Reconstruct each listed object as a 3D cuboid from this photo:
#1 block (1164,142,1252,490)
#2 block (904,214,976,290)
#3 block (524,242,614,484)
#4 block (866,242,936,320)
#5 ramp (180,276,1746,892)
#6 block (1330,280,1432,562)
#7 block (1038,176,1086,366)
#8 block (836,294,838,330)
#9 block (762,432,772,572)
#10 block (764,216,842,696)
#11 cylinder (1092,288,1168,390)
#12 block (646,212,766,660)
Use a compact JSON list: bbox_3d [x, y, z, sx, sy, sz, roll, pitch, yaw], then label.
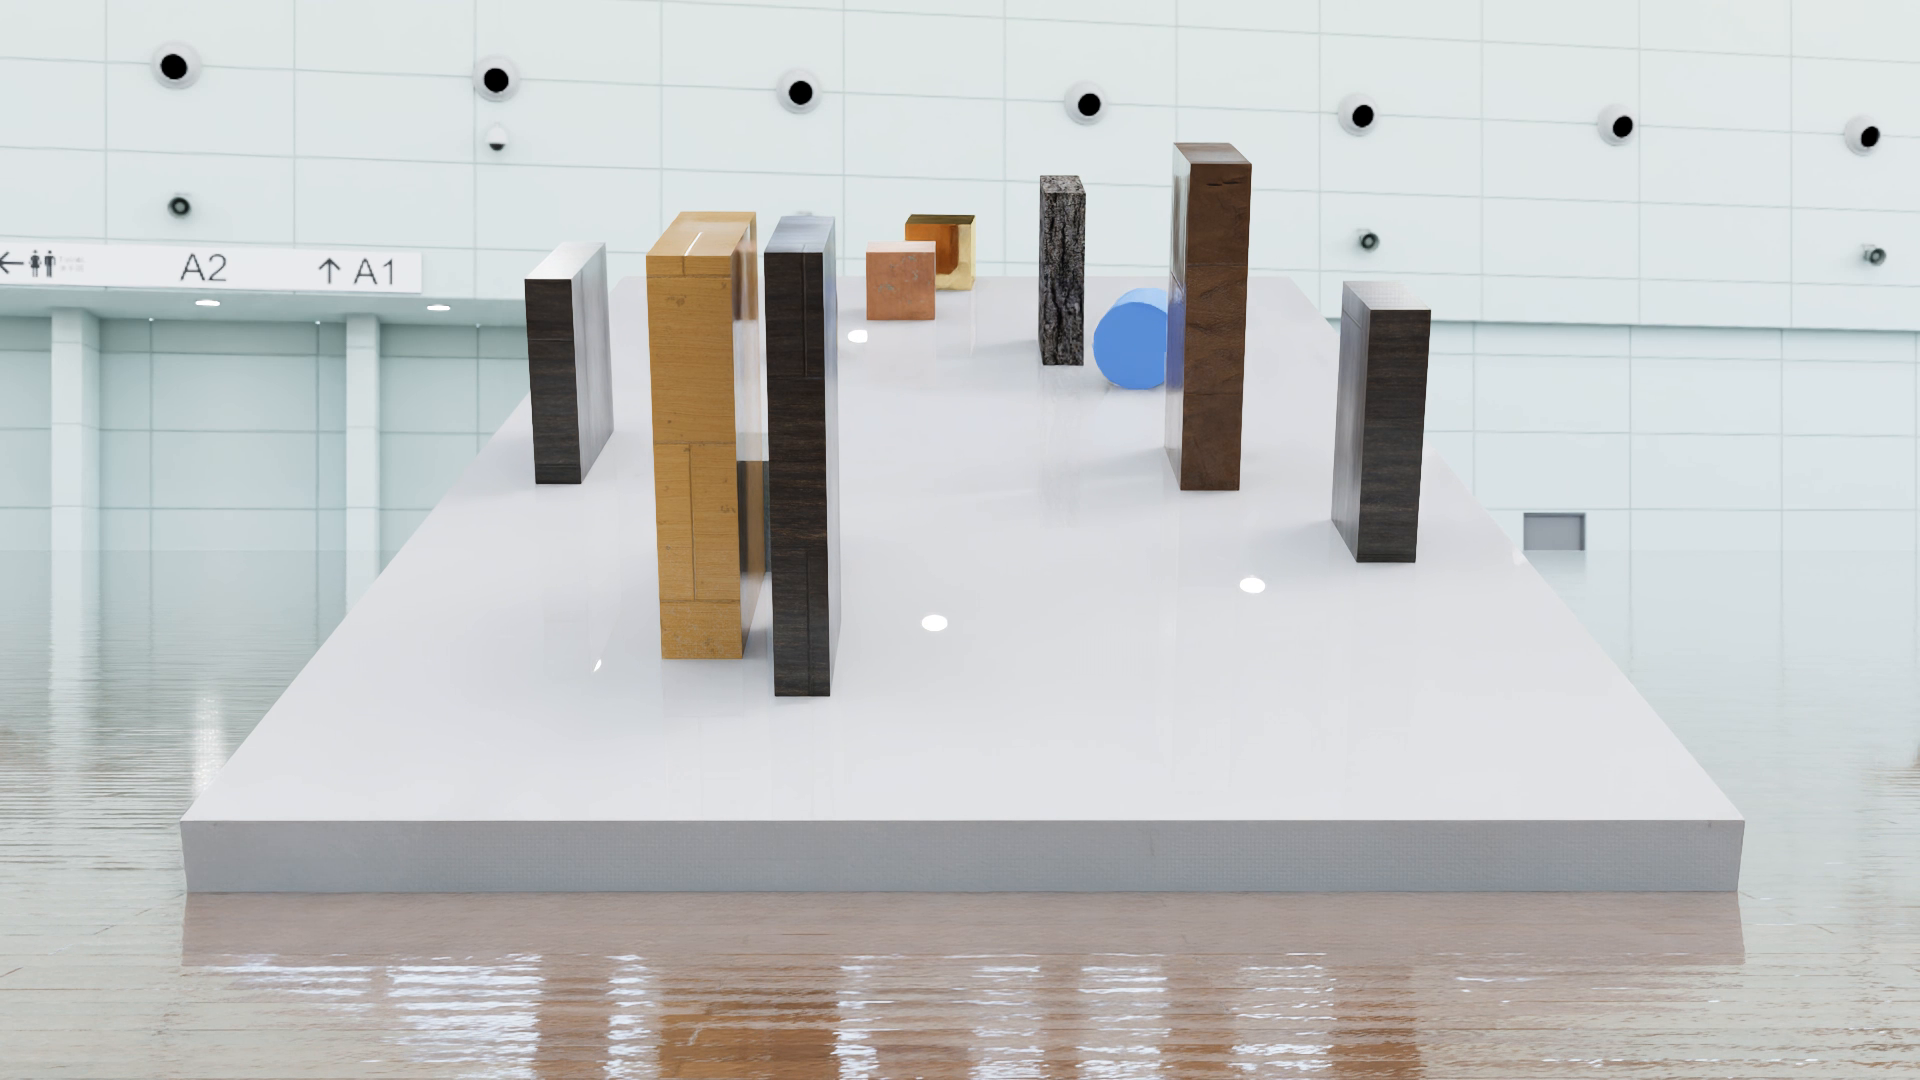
[{"bbox_3d":[0.490,-0.452,4.424,0.116,0.636,0.350,0,17,0],"label":"block"},{"bbox_3d":[-0.057,-0.844,6.500,0.192,0.192,0.192,1,17,4],"label":"block"},{"bbox_3d":[-0.795,-0.371,4.543,0.091,0.410,0.445,0,17,0],"label":"block"},{"bbox_3d":[-0.161,-0.711,6.066,0.185,0.185,0.185,0,17,0],"label":"block"},{"bbox_3d":[-0.003,-0.170,4.762,2.000,0.100,4.000,0,17,0],"label":"ramp"},{"bbox_3d":[0.748,-0.216,3.962,0.104,0.450,0.277,0,17,0],"label":"block"},{"bbox_3d":[0.253,-0.680,5.552,0.099,0.423,0.329,0,17,0],"label":"block"},{"bbox_3d":[-0.394,-0.535,5.549,0.146,0.146,0.146,3,17,10],"label":"block"},{"bbox_3d":[-0.344,-0.069,3.905,0.199,0.199,0.199,0,17,-1],"label":"block"},{"bbox_3d":[-0.232,-0.133,3.327,0.082,0.656,0.344,0,17,0],"label":"block"},{"bbox_3d":[0.433,-0.480,5.263,0.208,0.208,0.208,0,16,12],"label":"cylinder"},{"bbox_3d":[-0.398,-0.179,3.535,0.124,0.624,0.443,0,17,0],"label":"block"}]
